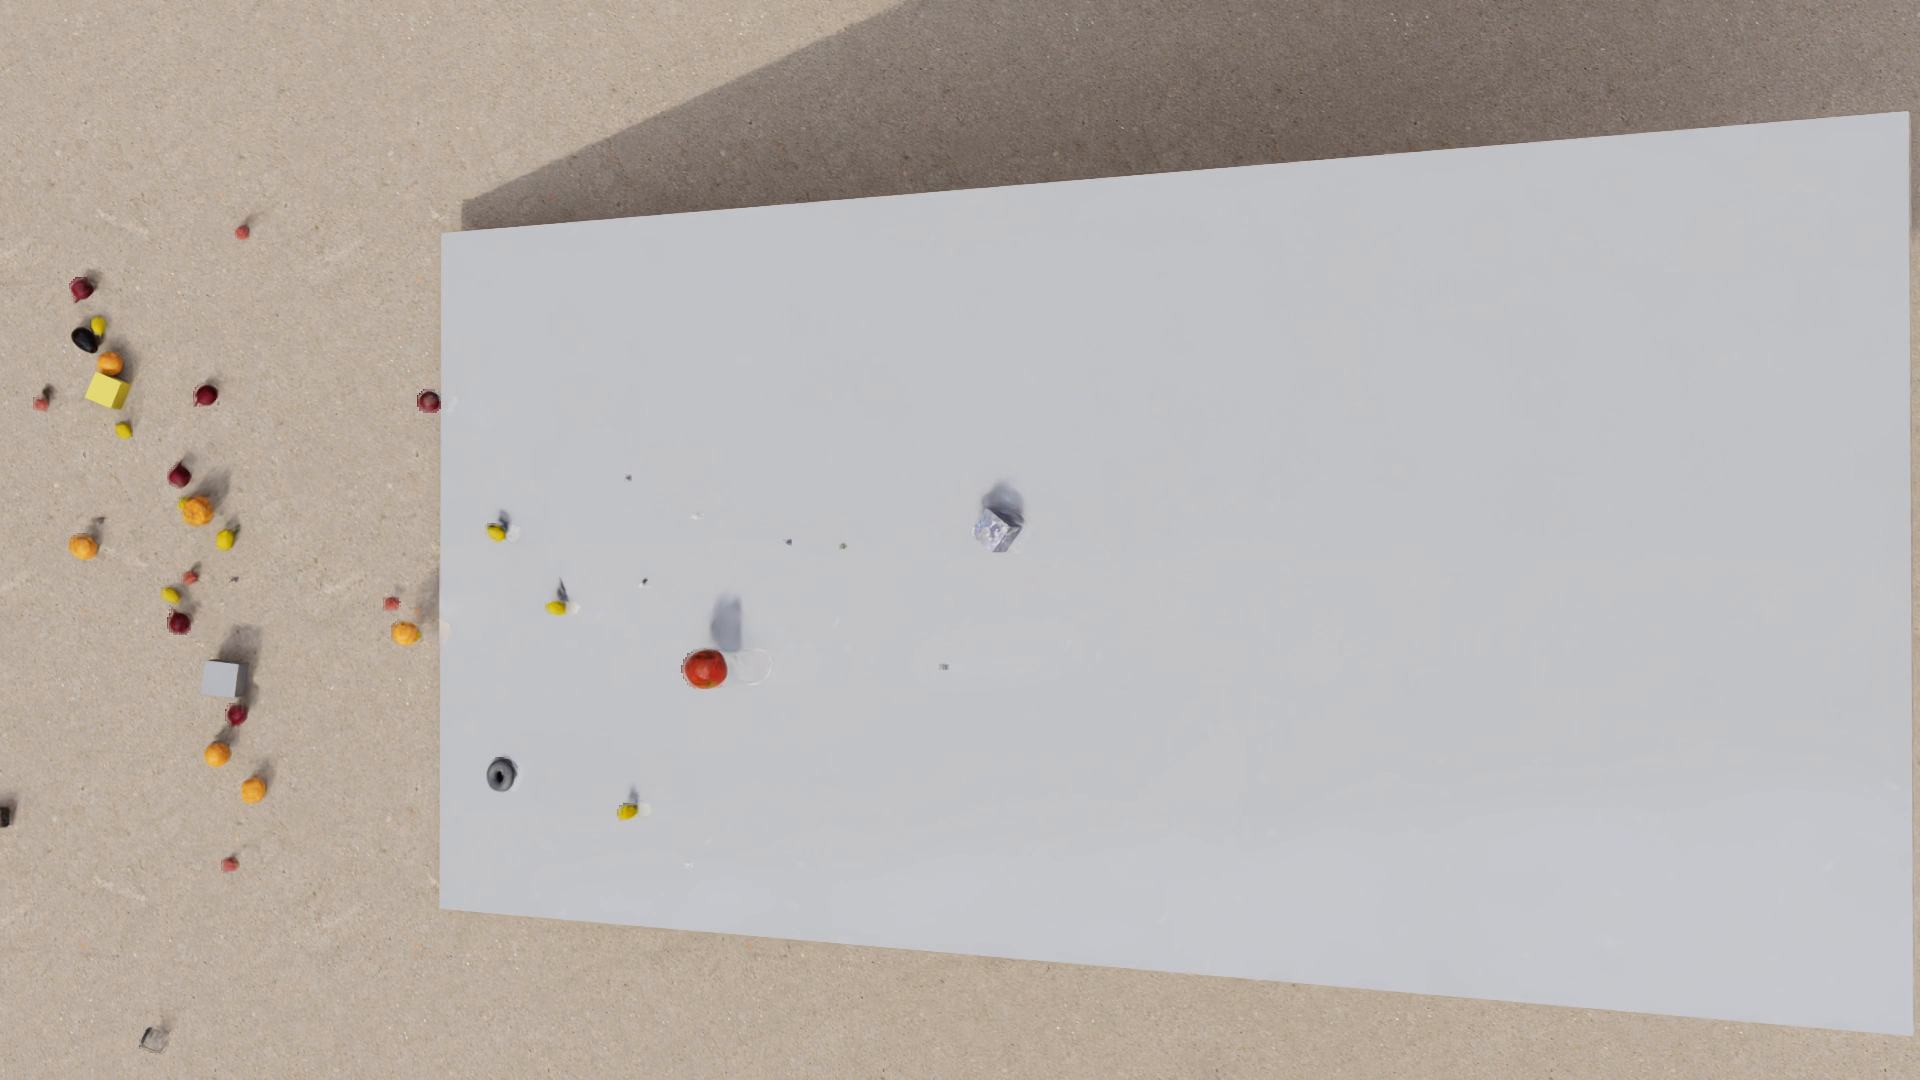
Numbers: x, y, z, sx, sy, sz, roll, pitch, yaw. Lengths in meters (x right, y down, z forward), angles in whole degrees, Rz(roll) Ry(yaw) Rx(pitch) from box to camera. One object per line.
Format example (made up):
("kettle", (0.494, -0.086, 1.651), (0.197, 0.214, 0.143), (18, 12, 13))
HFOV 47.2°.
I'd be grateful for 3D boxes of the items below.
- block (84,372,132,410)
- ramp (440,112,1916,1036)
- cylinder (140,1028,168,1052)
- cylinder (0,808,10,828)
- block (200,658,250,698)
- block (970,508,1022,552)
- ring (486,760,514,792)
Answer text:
("block", (-2.542, -0.445, 6.564), (0.083, 0.083, 0.083), (23, 89, 0))
("ramp", (0.281, 0.080, 5.677), (4.000, 0.100, 2.000), (0, 89, 26))
("cylinder", (-2.400, 1.491, 6.553), (0.060, 0.060, 0.060), (19, 89, -1))
("cylinder", (-2.867, 0.828, 6.564), (0.054, 0.054, 0.054), (7, 89, 0))
("block", (-2.187, 0.412, 6.546), (0.100, 0.100, 0.100), (7, 89, 0))
("block", (0.093, -0.025, 5.668), (0.082, 0.082, 0.082), (40, 106, 21))
("ring", (-1.334, 0.686, 6.386), (0.094, 0.031, 0.094), (-1, 88, 27))
